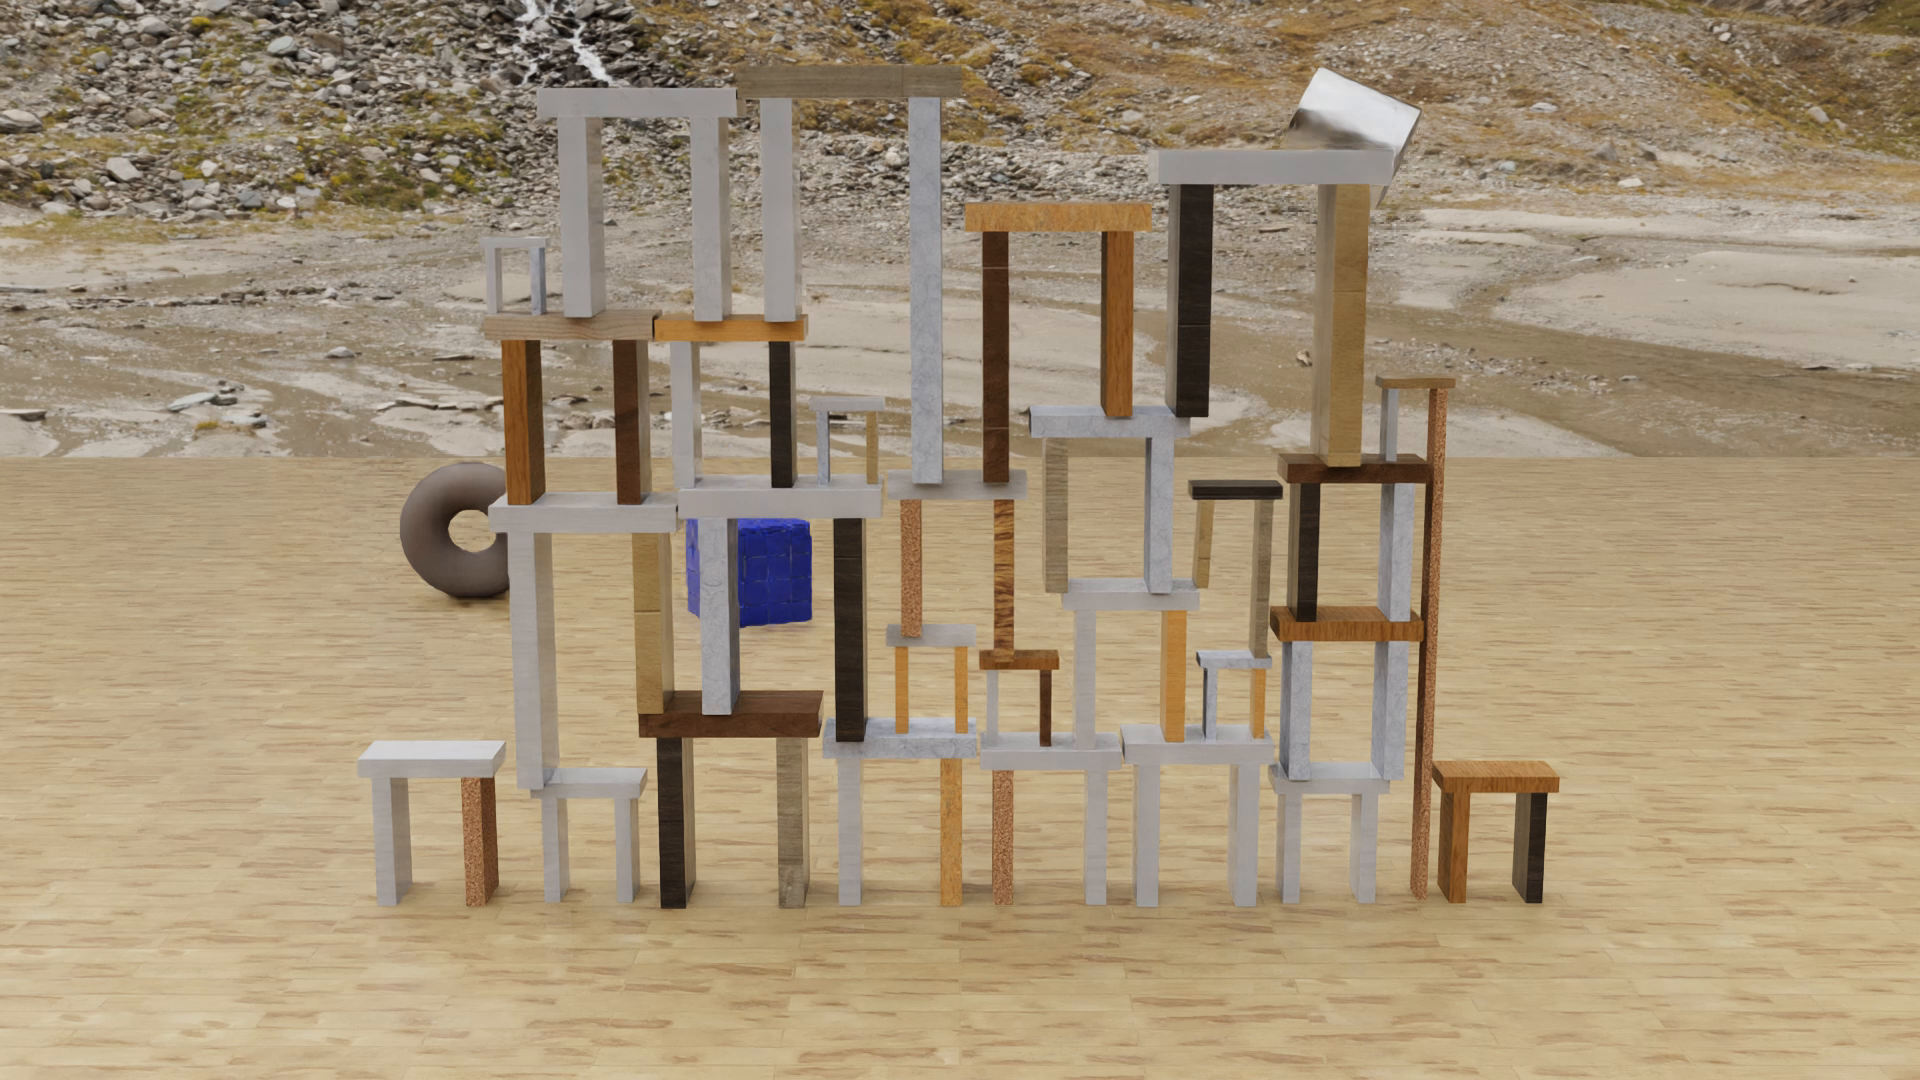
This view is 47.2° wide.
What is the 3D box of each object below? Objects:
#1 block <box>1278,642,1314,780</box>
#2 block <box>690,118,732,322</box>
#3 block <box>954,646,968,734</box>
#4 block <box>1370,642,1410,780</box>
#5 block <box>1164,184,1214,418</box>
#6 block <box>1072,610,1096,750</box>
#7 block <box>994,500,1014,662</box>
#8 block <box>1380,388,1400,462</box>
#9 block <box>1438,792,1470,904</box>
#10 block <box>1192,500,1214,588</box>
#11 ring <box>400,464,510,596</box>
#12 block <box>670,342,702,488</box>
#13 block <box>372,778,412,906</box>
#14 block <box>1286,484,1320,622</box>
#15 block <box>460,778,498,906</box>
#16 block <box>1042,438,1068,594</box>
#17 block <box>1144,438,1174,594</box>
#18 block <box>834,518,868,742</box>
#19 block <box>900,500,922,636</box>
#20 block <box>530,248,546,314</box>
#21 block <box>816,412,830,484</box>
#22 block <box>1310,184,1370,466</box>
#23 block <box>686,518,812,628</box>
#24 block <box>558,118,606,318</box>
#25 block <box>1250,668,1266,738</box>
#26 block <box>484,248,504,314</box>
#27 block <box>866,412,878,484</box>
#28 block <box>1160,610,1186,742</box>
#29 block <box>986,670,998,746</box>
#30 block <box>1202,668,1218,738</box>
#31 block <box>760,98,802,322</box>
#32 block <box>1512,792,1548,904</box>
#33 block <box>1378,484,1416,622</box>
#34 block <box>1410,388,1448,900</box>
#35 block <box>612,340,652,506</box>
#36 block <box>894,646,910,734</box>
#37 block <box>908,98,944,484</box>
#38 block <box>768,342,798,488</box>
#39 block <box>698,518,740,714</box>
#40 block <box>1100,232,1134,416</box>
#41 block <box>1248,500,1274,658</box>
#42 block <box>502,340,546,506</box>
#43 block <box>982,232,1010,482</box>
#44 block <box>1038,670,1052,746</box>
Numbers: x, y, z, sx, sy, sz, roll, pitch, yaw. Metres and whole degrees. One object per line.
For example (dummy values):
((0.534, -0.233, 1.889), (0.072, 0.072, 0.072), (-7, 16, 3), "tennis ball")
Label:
((0.551, 0.266, 3.610), (0.033, 0.231, 0.116), (0, 11, 0), "block")
((-0.391, -0.507, 3.463), (0.043, 0.311, 0.153), (0, 11, 0), "block")
((0.002, 0.237, 3.604), (0.021, 0.146, 0.073), (0, 11, 0), "block")
((0.705, 0.266, 3.610), (0.033, 0.231, 0.116), (0, 11, 0), "block")
((0.362, -0.385, 3.488), (0.051, 0.359, 0.180), (0, 11, 0), "block")
((0.203, 0.217, 3.602), (0.031, 0.233, 0.109), (0, 11, 0), "block")
((0.071, 0.056, 3.572), (0.032, 0.265, 0.112), (0, 11, 0), "block")
((0.687, -0.188, 3.520), (0.016, 0.116, 0.058), (0, 11, 0), "block")
((0.820, 0.497, 3.653), (0.027, 0.189, 0.095), (0, 11, 0), "block")
((0.394, 0.001, 3.566), (0.021, 0.145, 0.072), (3, 11, 1), "block")
((-1.321, -0.025, 5.957), (0.386, 0.386, 0.129), (-1, 20, -5), "ring")
((-0.437, -0.207, 3.516), (0.033, 0.232, 0.116), (0, 11, 0), "block")
((-0.941, 0.483, 3.645), (0.031, 0.219, 0.109), (0, 11, 0), "block")
((0.556, 0.010, 3.559), (0.032, 0.224, 0.112), (0, 11, 0), "block")
((-0.795, 0.483, 3.645), (0.031, 0.219, 0.109), (0, 11, 0), "block")
((0.153, -0.050, 3.547), (0.035, 0.250, 0.125), (-1, 11, 0), "block")
((0.320, -0.050, 3.547), (0.035, 0.250, 0.125), (0, 11, 0), "block")
((-0.177, 0.131, 3.579), (0.045, 0.365, 0.160), (0, 11, 0), "block")
((-0.079, 0.035, 3.569), (0.032, 0.223, 0.112), (0, 11, 0), "block")
((-0.668, -0.411, 3.481), (0.015, 0.104, 0.052), (0, 11, -1), "block")
((-0.219, -0.152, 3.532), (0.017, 0.118, 0.059), (0, 11, 0), "block")
((0.603, -0.347, 3.496), (0.051, 0.437, 0.180), (0, 11, 0), "block")
((-0.555, 0.072, 5.756), (0.256, 0.256, 0.256), (-5, 12, -24), "block")
((-0.594, -0.510, 3.462), (0.043, 0.305, 0.153), (0, 11, 0), "block")
((0.488, 0.261, 3.605), (0.017, 0.117, 0.058), (0, 10, 0), "block")
((-0.737, -0.411, 3.479), (0.015, 0.104, 0.052), (0, 11, -1), "block")
((-0.141, -0.152, 3.531), (0.017, 0.118, 0.059), (0, 11, 0), "block")
((0.349, 0.210, 3.600), (0.031, 0.219, 0.109), (0, 11, 0), "block")
((0.053, 0.268, 3.612), (0.018, 0.130, 0.065), (0, 11, 0), "block")
((0.410, 0.261, 3.605), (0.017, 0.117, 0.059), (0, 11, 0), "block")
((-0.280, -0.521, 3.460), (0.048, 0.340, 0.170), (0, 11, 0), "block")
((0.946, 0.497, 3.653), (0.027, 0.189, 0.095), (0, 11, 0), "block")
((0.705, 0.010, 3.559), (0.032, 0.224, 0.112), (0, 11, 0), "block")
((0.764, 0.173, 3.589), (0.016, 0.850, 0.058), (0, 11, 0), "block")
((-0.525, -0.196, 3.527), (0.037, 0.262, 0.131), (0, 11, 0), "block")
((-0.095, 0.237, 3.605), (0.021, 0.146, 0.073), (0, 11, 0), "block")
((-0.053, -0.397, 3.482), (0.048, 0.594, 0.170), (0, 11, 0), "block")
((-0.282, -0.207, 3.516), (0.033, 0.232, 0.116), (0, 11, 0), "block")
((-0.390, 0.108, 3.575), (0.045, 0.320, 0.160), (0, 11, 0), "block")
((0.248, -0.348, 3.488), (0.041, 0.287, 0.144), (0, 11, 0), "block")
((0.489, 0.057, 3.577), (0.021, 0.261, 0.072), (1, 10, 0), "block")
((-0.699, -0.196, 3.527), (0.037, 0.262, 0.131), (0, 11, 0), "block")
((0.056, -0.296, 3.498), (0.041, 0.392, 0.144), (0, 11, 0), "block")
((0.139, 0.268, 3.612), (0.018, 0.130, 0.065), (0, 11, 0), "block")
